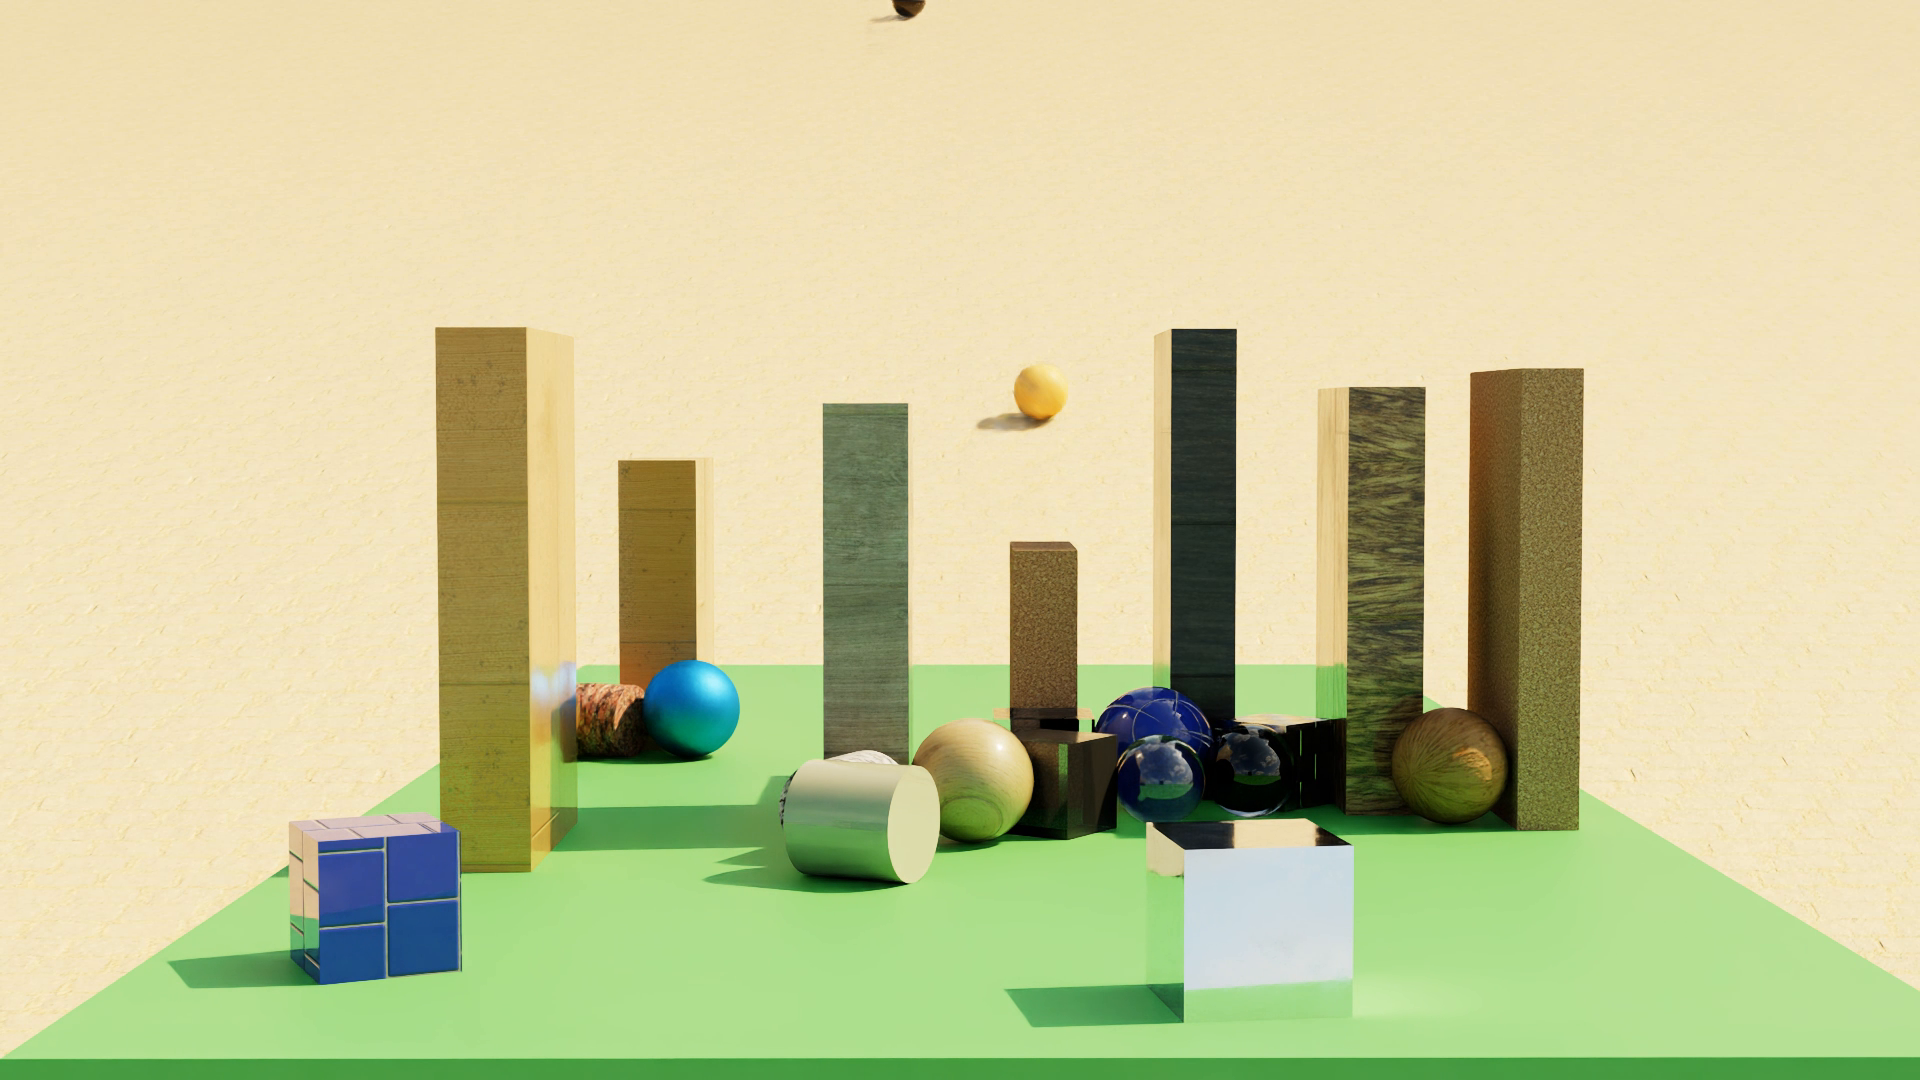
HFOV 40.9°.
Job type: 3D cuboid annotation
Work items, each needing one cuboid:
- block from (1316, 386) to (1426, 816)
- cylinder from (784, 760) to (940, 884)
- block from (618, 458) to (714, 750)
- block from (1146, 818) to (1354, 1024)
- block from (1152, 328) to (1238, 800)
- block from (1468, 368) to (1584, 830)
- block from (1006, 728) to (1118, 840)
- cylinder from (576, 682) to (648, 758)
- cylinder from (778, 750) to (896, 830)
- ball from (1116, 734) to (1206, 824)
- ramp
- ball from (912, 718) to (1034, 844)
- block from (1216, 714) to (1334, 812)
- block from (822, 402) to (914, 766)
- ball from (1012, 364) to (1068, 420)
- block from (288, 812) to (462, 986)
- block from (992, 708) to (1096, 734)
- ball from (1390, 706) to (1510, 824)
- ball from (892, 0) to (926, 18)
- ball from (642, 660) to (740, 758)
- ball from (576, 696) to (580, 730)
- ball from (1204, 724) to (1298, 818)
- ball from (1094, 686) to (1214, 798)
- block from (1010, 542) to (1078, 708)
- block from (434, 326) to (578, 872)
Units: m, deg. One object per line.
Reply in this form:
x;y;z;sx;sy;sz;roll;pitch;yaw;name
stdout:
0.670;0.089;4.223;0.121;0.677;0.349;0;3;0;block
-0.133;0.383;3.515;0.159;0.159;0.159;1;21;26;cylinder
-0.569;0.115;5.015;0.146;0.549;0.351;0;3;0;block
0.310;0.407;2.776;0.182;0.182;0.182;0;3;-8;block
0.398;0.032;4.393;0.107;0.773;0.368;0;3;0;block
0.895;0.082;4.095;0.094;0.703;0.392;0;3;0;block
0.141;0.371;3.924;0.143;0.143;0.143;2;3;34;block
-0.668;0.334;4.788;0.134;0.134;0.134;1;21;23;cylinder
-0.163;0.381;3.696;0.143;0.143;0.143;10;7;24;cylinder
0.308;0.370;3.965;0.142;0.142;0.142;0;22;0;ball
0.051;0.463;4.534;2.000;0.100;4.000;0;3;0;ramp
0.017;0.356;3.809;0.185;0.185;0.185;0;22;0;ball
0.512;0.361;4.188;0.138;0.138;0.138;2;3;43;block
-0.139;0.114;3.982;0.126;0.650;0.406;0;3;0;block
0.268;-0.493;8.527;0.185;0.185;0.185;0;22;0;ball
-0.674;0.409;2.961;0.161;0.161;0.161;-1;3;-26;block
0.132;0.355;4.102;0.158;0.158;0.158;0;3;0;block
0.758;0.349;3.975;0.182;0.182;0.182;0;22;0;ball
-0.302;-3.172;15.098;0.206;0.206;0.206;0;22;0;ball
-0.497;0.312;4.758;0.181;0.181;0.181;0;22;0;ball
-0.781;0.315;4.664;0.184;0.184;0.184;0;22;0;ball
0.457;0.363;4.045;0.148;0.148;0.148;0;22;0;ball
0.310;0.334;4.131;0.198;0.198;0.198;0;22;0;ball
0.139;0.216;4.326;0.104;0.414;0.303;0;3;0;block
-0.658;0.074;3.765;0.125;0.754;0.440;0;3;0;block
